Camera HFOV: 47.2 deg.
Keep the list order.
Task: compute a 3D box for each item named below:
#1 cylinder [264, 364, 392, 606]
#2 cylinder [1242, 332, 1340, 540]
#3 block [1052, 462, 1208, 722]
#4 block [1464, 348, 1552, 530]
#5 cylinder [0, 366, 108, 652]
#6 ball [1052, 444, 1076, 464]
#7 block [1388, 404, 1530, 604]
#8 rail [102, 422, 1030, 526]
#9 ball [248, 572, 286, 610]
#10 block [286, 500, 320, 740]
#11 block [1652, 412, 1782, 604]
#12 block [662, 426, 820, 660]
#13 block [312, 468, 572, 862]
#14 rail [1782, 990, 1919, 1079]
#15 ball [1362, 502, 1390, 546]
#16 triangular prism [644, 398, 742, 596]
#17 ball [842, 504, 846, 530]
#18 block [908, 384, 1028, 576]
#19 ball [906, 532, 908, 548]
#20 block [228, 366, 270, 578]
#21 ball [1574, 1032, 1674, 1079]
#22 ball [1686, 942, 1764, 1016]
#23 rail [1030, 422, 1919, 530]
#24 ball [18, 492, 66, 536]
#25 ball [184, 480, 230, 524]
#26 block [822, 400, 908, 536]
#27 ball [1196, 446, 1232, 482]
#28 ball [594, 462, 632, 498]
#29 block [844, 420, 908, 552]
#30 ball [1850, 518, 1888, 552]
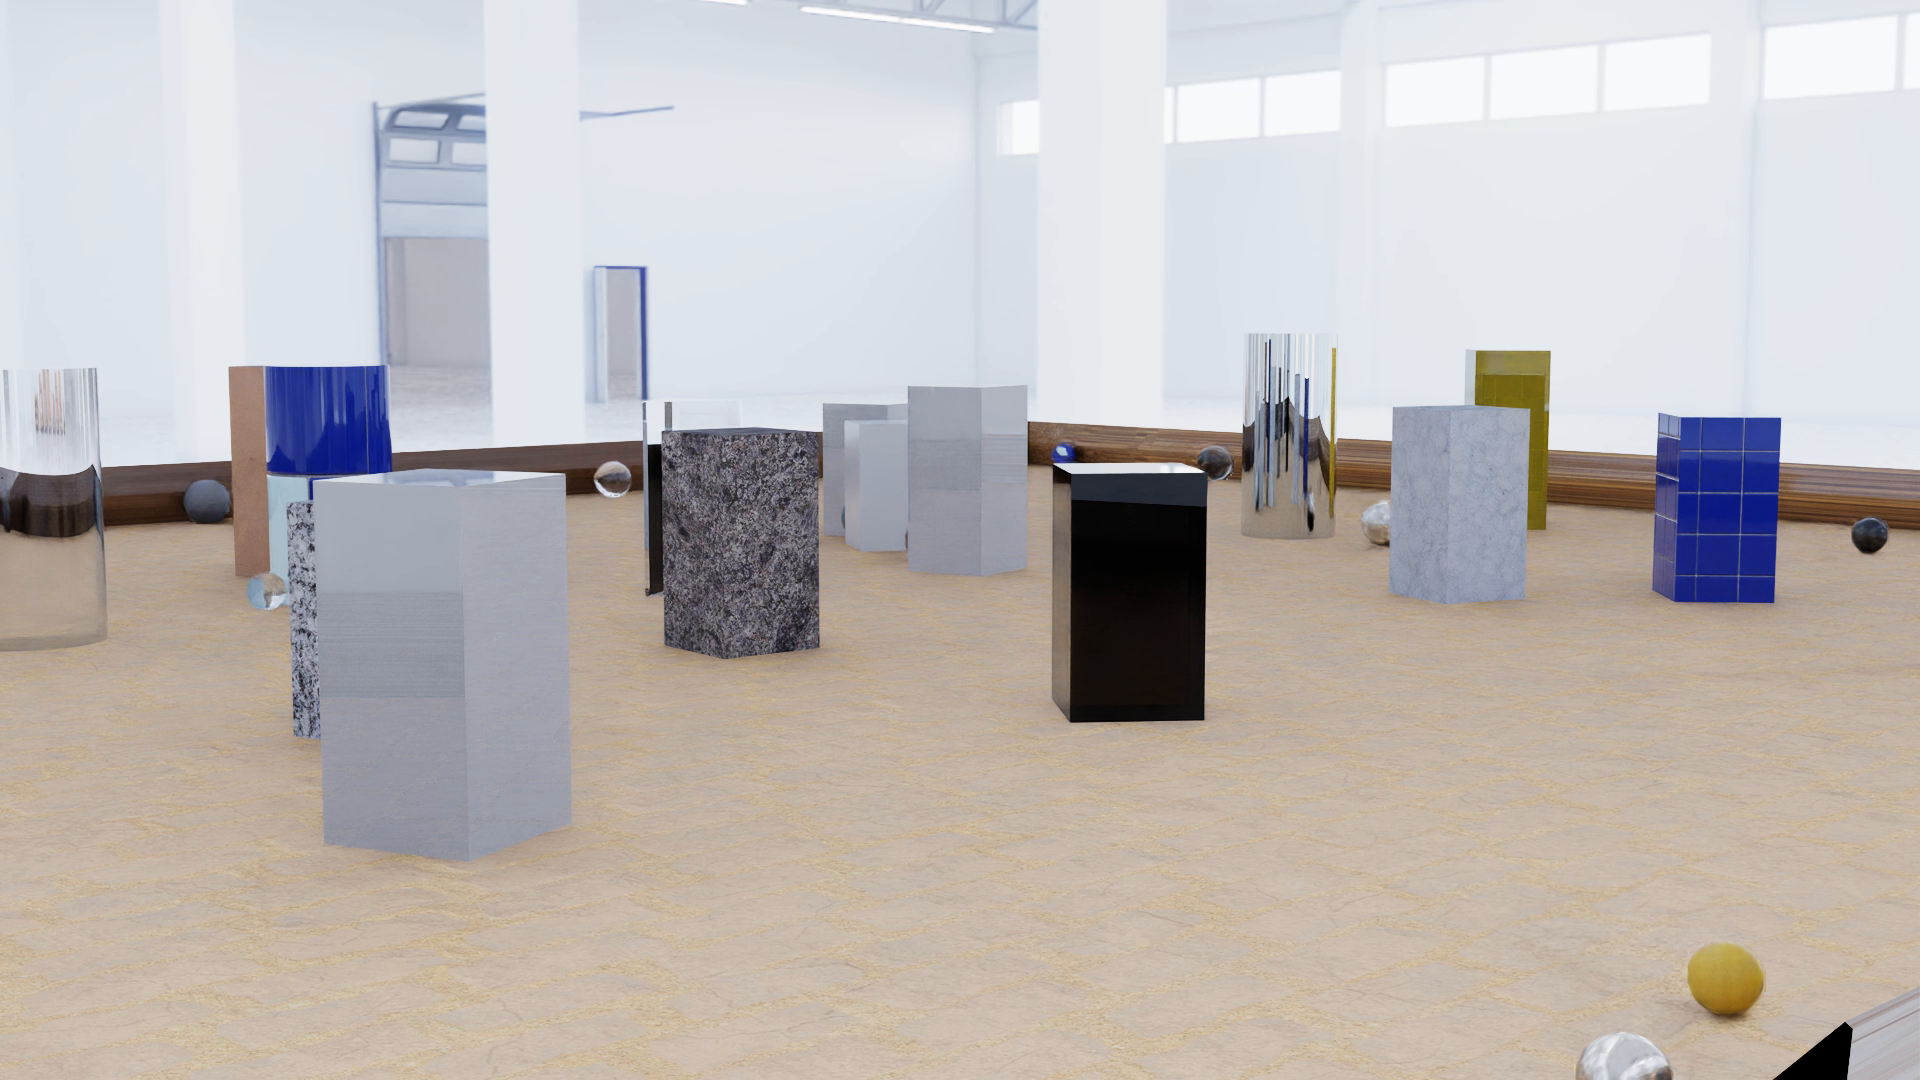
[{"bbox_3d":[-0.951,-0.086,3.322,0.183,0.356,0.183,0,6,0],"label":"cylinder"},{"bbox_3d":[0.639,-0.205,4.265,0.183,0.392,0.183,0,6,0],"label":"cylinder"},{"bbox_3d":[0.184,0.054,2.419,0.146,0.268,0.146,-1,6,-5],"label":"block"},{"bbox_3d":[1.101,-0.206,4.441,0.146,0.356,0.146,1,6,5],"label":"block"},{"bbox_3d":[-1.232,-0.046,2.911,0.183,0.363,0.183,0,6,0],"label":"cylinder"},{"bbox_3d":[0.286,-0.228,6.014,0.067,0.067,0.067,0,6,0],"label":"ball"},{"bbox_3d":[0.764,-0.058,3.370,0.146,0.289,0.146,-3,7,-24],"label":"block"},{"bbox_3d":[-1.337,-0.123,4.773,4.214,0.119,0.045,-6,8,-42],"label":"rail"},{"bbox_3d":[-1.016,0.076,3.227,0.054,0.054,0.054,0,6,0],"label":"ball"},{"bbox_3d":[-0.591,0.080,2.296,0.146,0.243,0.146,3,7,30],"label":"block"},{"bbox_3d":[1.156,-0.052,3.366,0.146,0.279,0.146,0,6,5],"label":"block"},{"bbox_3d":[-0.286,-0.001,2.865,0.146,0.282,0.146,-5,8,-38],"label":"block"},{"bbox_3d":[-0.431,0.098,1.846,0.146,0.302,0.146,3,7,24],"label":"block"},{"bbox_3d":[1.337,0.184,1.892,4.214,0.119,0.045,-6,8,-42],"label":"rail"},{"bbox_3d":[0.787,-0.030,4.091,0.081,0.081,0.081,0,6,0],"label":"ball"},{"bbox_3d":[-0.440,-0.072,3.458,0.158,0.298,0.137,-3,7,-26],"label":"triangular prism"},{"bbox_3d":[-0.183,-0.043,4.183,0.086,0.086,0.086,0,6,0],"label":"ball"},{"bbox_3d":[0.013,-0.105,3.707,0.146,0.311,0.146,4,7,33],"label":"block"},{"bbox_3d":[-0.061,0.001,3.850,0.070,0.070,0.070,0,6,0],"label":"ball"},{"bbox_3d":[-1.097,-0.115,3.639,0.146,0.345,0.146,4,7,32],"label":"block"},{"bbox_3d":[0.360,0.293,1.192,0.052,0.052,0.052,0,6,0],"label":"ball"},{"bbox_3d":[0.482,0.276,1.385,0.046,0.046,0.046,0,6,0],"label":"ball"},{"bbox_3d":[1.531,-0.119,4.737,0.045,0.119,3.990,-6,8,-42],"label":"rail"},{"bbox_3d":[-1.786,-0.052,4.277,0.086,0.086,0.086,0,6,0],"label":"ball"},{"bbox_3d":[-1.540,-0.079,4.498,0.091,0.091,0.091,0,6,0],"label":"ball"},{"bbox_3d":[-0.166,-0.140,4.297,0.146,0.257,0.146,3,7,29],"label":"block"},{"bbox_3d":[0.648,-0.195,5.593,0.091,0.091,0.091,0,6,0],"label":"ball"},{"bbox_3d":[-0.806,-0.140,5.105,0.085,0.085,0.085,0,6,0],"label":"ball"},{"bbox_3d":[-0.128,-0.103,4.070,0.146,0.231,0.146,-1,6,-14],"label":"block"},{"bbox_3d":[1.642,-0.008,3.970,0.063,0.063,0.063,0,6,0],"label":"ball"}]
